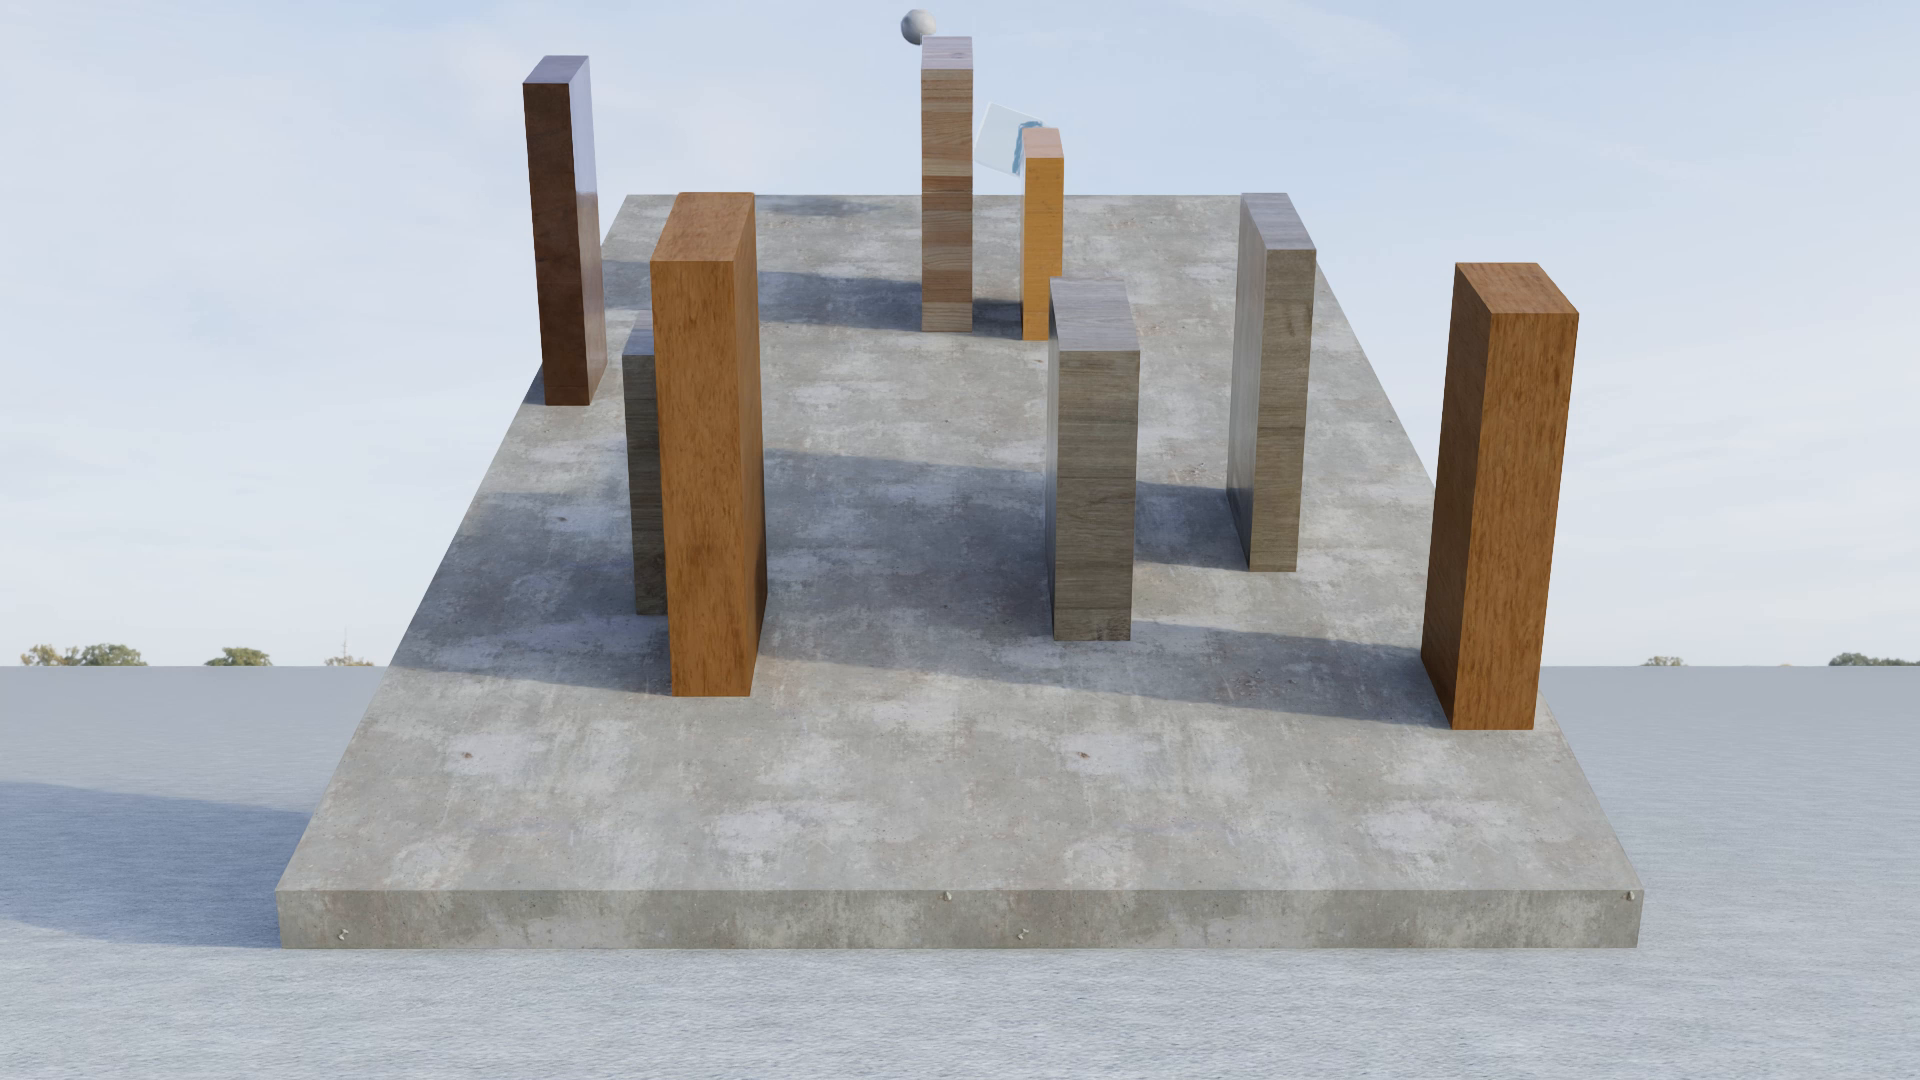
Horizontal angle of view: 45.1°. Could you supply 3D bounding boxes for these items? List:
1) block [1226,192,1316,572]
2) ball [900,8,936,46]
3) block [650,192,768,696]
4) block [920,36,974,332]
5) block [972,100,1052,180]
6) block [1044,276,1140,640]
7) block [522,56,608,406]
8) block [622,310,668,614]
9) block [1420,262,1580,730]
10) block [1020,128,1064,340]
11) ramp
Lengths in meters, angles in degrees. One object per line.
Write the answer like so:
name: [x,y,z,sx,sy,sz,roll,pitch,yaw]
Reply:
block: [0.600,-0.312,4.498,0.090,0.638,0.408,0,23,0]
ball: [-0.126,-1.565,7.053,0.111,0.111,0.111,0,-3,0]
block: [-0.425,-0.170,3.994,0.132,0.769,0.431,0,23,0]
block: [-0.032,-0.906,5.861,0.125,0.662,0.407,0,23,0]
block: [0.149,-1.142,6.653,0.169,0.169,0.169,21,5,11]
block: [0.237,-0.157,4.247,0.137,0.547,0.440,0,23,0]
block: [-0.899,-0.708,5.292,0.101,0.741,0.305,0,23,0]
block: [-0.550,-0.144,4.272,0.089,0.502,0.261,0,23,0]
block: [0.884,-0.071,3.826,0.135,0.722,0.279,0,23,0]
block: [0.203,-0.769,5.797,0.094,0.461,0.313,0,23,0]
ramp: [-0.007,-0.225,5.235,2.000,0.100,4.000,0,23,0]
